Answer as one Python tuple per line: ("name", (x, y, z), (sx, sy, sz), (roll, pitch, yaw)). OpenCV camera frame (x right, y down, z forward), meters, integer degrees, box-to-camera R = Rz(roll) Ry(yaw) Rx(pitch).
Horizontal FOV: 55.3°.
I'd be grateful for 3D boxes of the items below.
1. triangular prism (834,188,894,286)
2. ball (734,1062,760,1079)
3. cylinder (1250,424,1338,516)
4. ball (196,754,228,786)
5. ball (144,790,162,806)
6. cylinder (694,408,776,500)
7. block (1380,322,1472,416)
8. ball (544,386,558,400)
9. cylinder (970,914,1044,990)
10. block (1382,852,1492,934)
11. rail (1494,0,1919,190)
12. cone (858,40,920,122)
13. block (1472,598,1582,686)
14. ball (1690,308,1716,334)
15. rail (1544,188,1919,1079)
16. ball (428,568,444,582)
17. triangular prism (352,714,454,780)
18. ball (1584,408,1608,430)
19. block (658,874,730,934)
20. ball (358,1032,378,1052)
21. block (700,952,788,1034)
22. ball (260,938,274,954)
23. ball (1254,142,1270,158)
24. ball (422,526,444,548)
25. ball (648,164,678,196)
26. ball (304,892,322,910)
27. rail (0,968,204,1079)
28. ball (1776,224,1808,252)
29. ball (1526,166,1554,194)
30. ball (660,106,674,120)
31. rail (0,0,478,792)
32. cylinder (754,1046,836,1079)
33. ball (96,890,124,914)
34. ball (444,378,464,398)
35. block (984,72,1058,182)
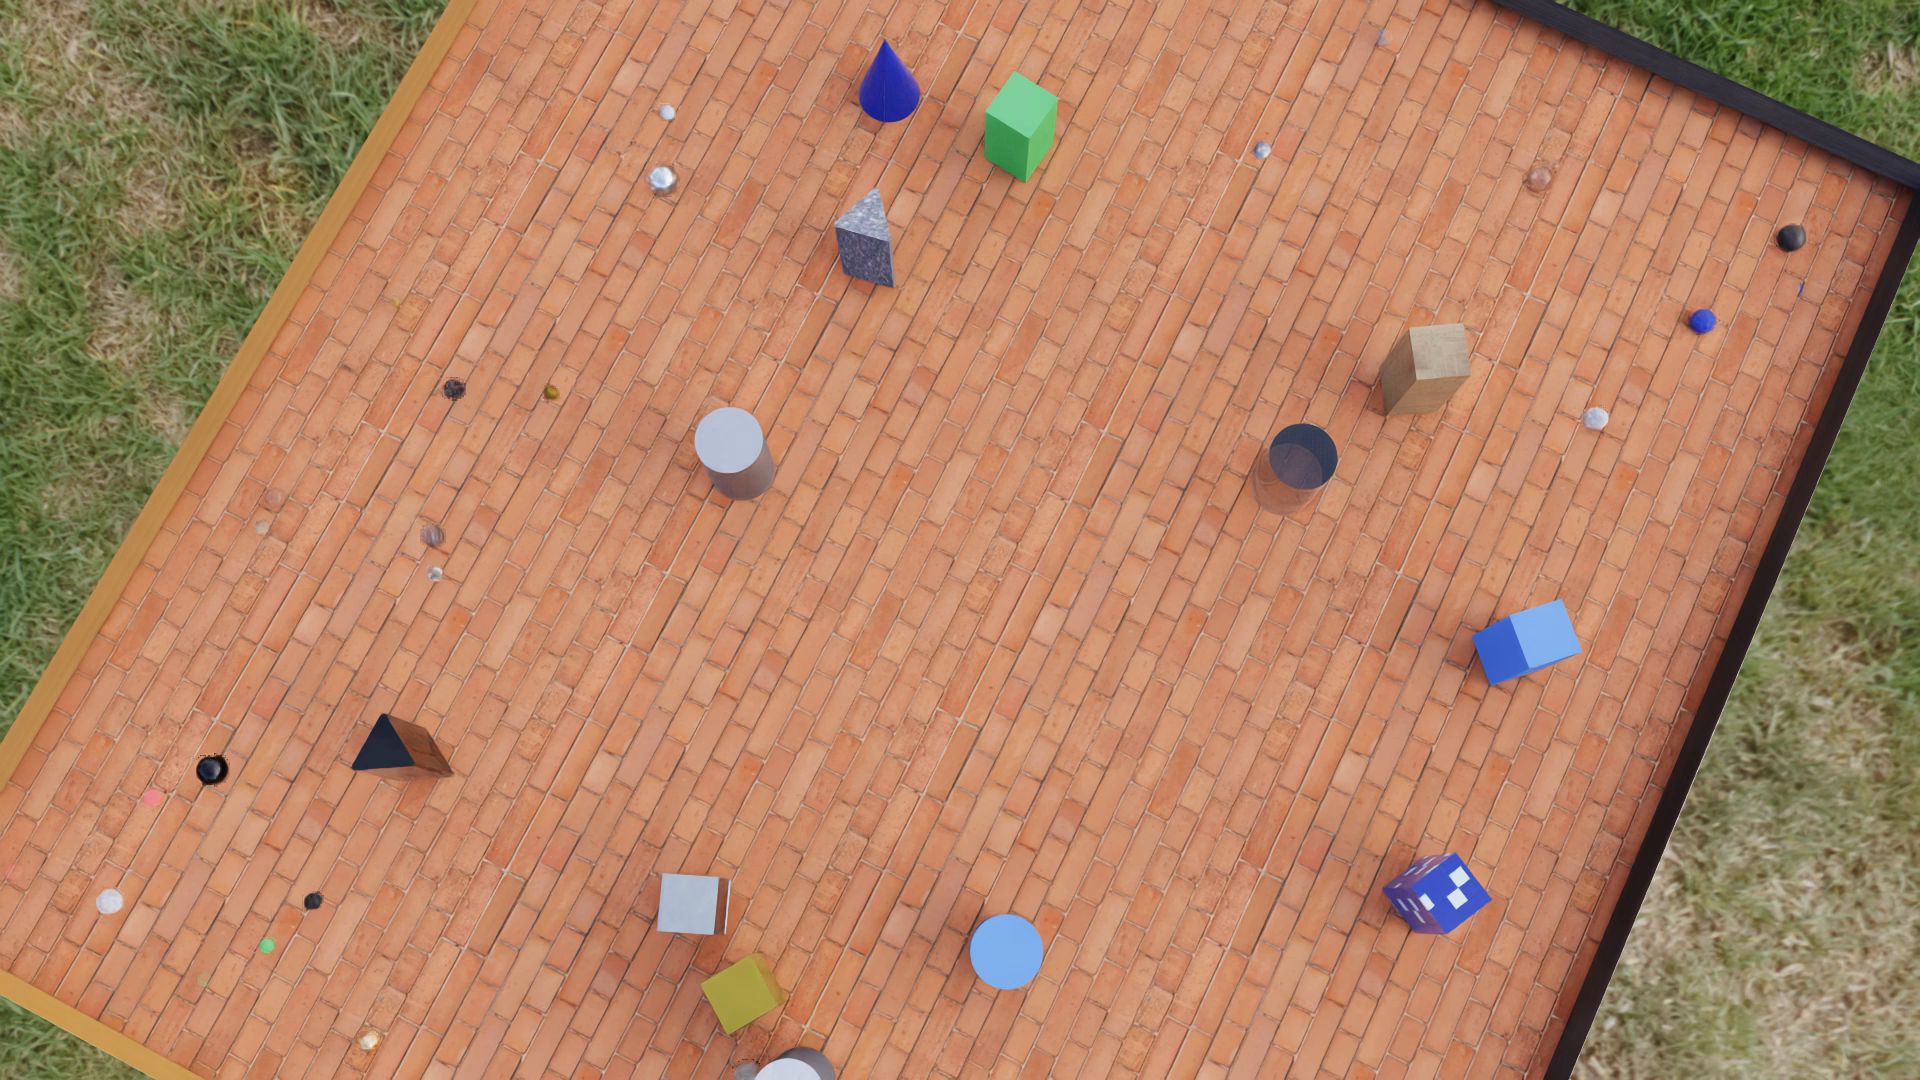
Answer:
("triangular prism", (-0.266, -0.932, 5.603), (0.172, 0.405, 0.149), (17, 79, 3))
("ball", (-0.608, 1.536, 5.251), (0.081, 0.081, 0.081), (0, 78, 0))
("cylinder", (0.995, -0.207, 5.481), (0.199, 0.349, 0.199), (0, 78, 0))
("ball", (-2.215, 0.681, 5.430), (0.090, 0.090, 0.090), (0, 78, 0))
("ball", (-2.391, 0.765, 5.433), (0.050, 0.050, 0.050), (0, 78, 0))
("cylinder", (-0.670, -0.254, 5.487), (0.199, 0.356, 0.199), (0, 78, 0))
("block", (1.396, -0.509, 5.521), (0.159, 0.394, 0.159), (-5, 78, -1))
("ball", (-1.269, -0.457, 5.688), (0.045, 0.045, 0.045), (0, 78, 0))
("cylinder", (0.127, 1.159, 5.174), (0.199, 0.397, 0.199), (0, 78, 0))
("block", (1.354, 1.009, 5.224), (0.159, 0.360, 0.159), (-35, 80, -7))
("rail", (1.067, -2.084, 5.981), (4.472, 0.129, 0.045), (26, 80, 5))
("cone", (-0.228, -1.479, 5.730), (0.199, 0.377, 0.199), (0, 78, 0))
("block", (1.652, 0.303, 5.357), (0.159, 0.386, 0.159), (-17, 79, -3))
("ball", (2.320, -0.682, 5.719), (0.077, 0.077, 0.077), (0, 78, 0))
("rail", (1.979, 0.976, 5.348), (0.045, 0.129, 4.821), (26, 80, 5))
("ball", (-1.595, 0.104, 5.572), (0.044, 0.044, 0.044), (0, 78, 0))
("triangular prism", (-1.602, 0.596, 5.286), (0.172, 0.406, 0.149), (-4, 78, -1))
("ball", (1.965, -0.375, 5.658), (0.071, 0.071, 0.071), (0, 78, 0))
("block", (-0.761, 1.046, 5.262), (0.159, 0.270, 0.159), (4, 78, 1))
("ball", (-1.707, 1.451, 5.287), (0.057, 0.057, 0.057), (0, 78, 0))
("block", (-0.611, 1.286, 5.206), (0.159, 0.283, 0.159), (-30, 80, -6))
("ball", (-2.024, 1.185, 5.350), (0.041, 0.041, 0.041), (0, 78, 0))
("ball", (0.963, -1.243, 5.847), (0.054, 0.054, 0.054), (0, 78, 0))
("ball", (-1.606, -0.011, 5.585), (0.067, 0.067, 0.067), (0, 78, 0))
("ball", (-0.940, -1.140, 5.802), (0.099, 0.099, 0.099), (0, 78, 0))
("ball", (-1.897, 1.060, 5.372), (0.050, 0.050, 0.050), (0, 78, 0))
("rail", (-1.067, 2.097, 5.115), (4.472, 0.129, 0.045), (26, 80, 5))
("ball", (2.619, -0.951, 5.769), (0.087, 0.087, 0.087), (0, 78, 0))
("ball", (1.837, -1.143, 5.808), (0.088, 0.088, 0.088), (0, 78, 0))
("ball", (-0.938, -1.370, 5.876), (0.047, 0.047, 0.047), (0, 78, 0))
("rail", (-1.979, -0.962, 5.749), (0.045, 0.129, 4.821), (26, 80, 5))
("cylinder", (-0.457, 1.520, 5.070), (0.199, 0.454, 0.199), (0, 78, 0))
("ball", (-2.488, 1.058, 5.361), (0.072, 0.072, 0.072), (0, 78, 0))
("ball", (-1.570, -0.469, 5.682), (0.062, 0.062, 0.062), (0, 78, 0))
("block", (0.187, -1.282, 5.709), (0.159, 0.340, 0.159), (33, 80, 6))
